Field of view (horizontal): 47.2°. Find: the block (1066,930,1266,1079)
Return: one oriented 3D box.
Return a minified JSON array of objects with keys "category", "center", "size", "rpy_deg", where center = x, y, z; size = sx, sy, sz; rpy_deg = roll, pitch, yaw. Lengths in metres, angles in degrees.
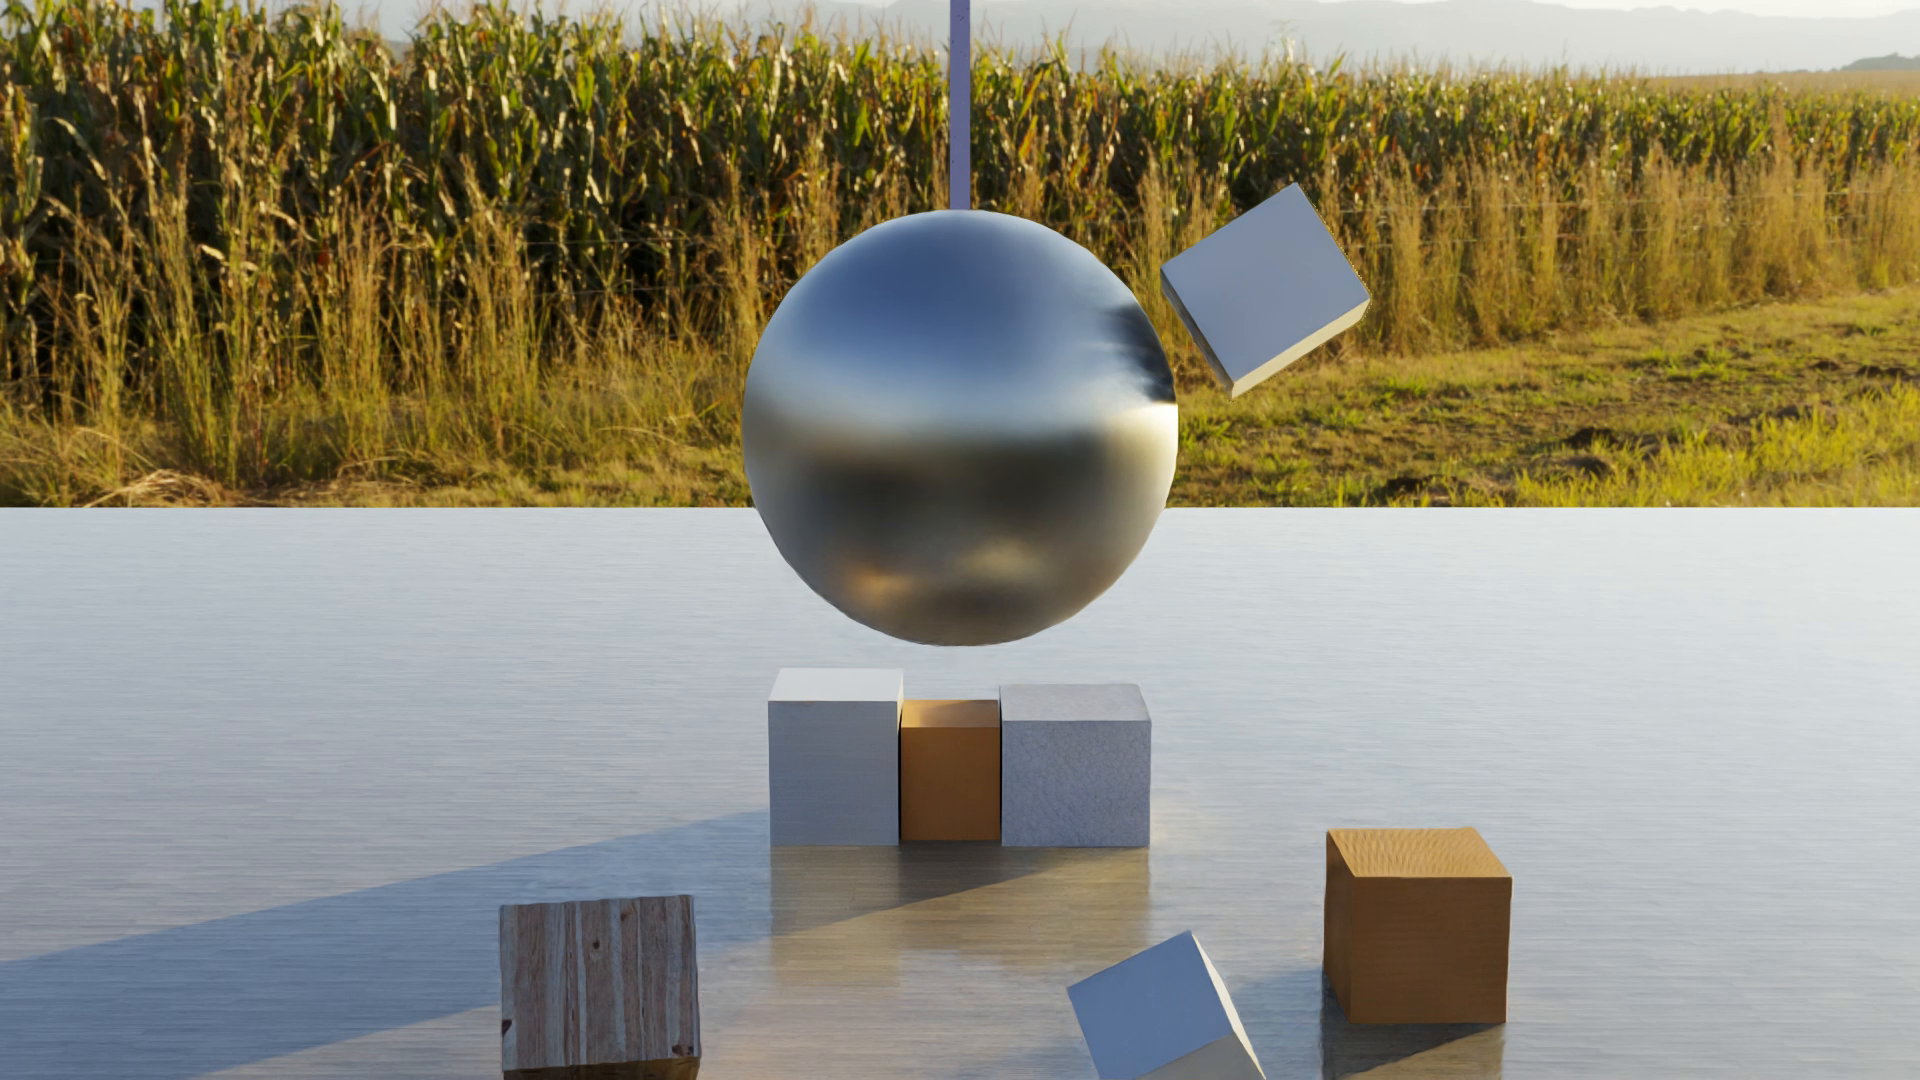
[{"category":"block","center":[0.660,1.582,7.013],"size":[0.439,0.402,0.390],"rpy_deg":[-26,47,5]}]

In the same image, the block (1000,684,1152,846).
[{"category":"block","center":[0.582,1.154,11.389],"size":[0.743,0.655,0.754],"rpy_deg":[0,10,0]}]

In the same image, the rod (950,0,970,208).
[{"category":"rod","center":[0.000,-3.606,9.204],"size":[0.080,5.200,0.080],"rpy_deg":[0,-20,0]}]

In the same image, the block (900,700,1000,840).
[{"category":"block","center":[-0.048,1.184,11.402],"size":[0.499,0.591,0.557],"rpy_deg":[0,10,0]}]

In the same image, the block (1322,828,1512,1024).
[{"category":"block","center":[1.880,1.587,9.115],"size":[0.627,0.616,0.642],"rpy_deg":[0,10,0]}]

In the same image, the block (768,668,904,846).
[{"category":"block","center":[-0.629,1.109,11.368],"size":[0.647,0.750,0.684],"rpy_deg":[0,10,1]}]

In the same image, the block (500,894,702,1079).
[{"category":"block","center":[-1.305,1.671,7.980],"size":[0.675,0.572,0.693],"rpy_deg":[-2,-23,-10]}]

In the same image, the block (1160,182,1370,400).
[{"category":"block","center":[1.091,-0.888,7.929],"size":[0.558,0.487,0.496],"rpy_deg":[-32,-6,3]}]

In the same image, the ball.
[{"category":"ball","center":[0.000,-0.405,8.058],"size":[1.600,1.600,1.600],"rpy_deg":[0,10,0]}]
